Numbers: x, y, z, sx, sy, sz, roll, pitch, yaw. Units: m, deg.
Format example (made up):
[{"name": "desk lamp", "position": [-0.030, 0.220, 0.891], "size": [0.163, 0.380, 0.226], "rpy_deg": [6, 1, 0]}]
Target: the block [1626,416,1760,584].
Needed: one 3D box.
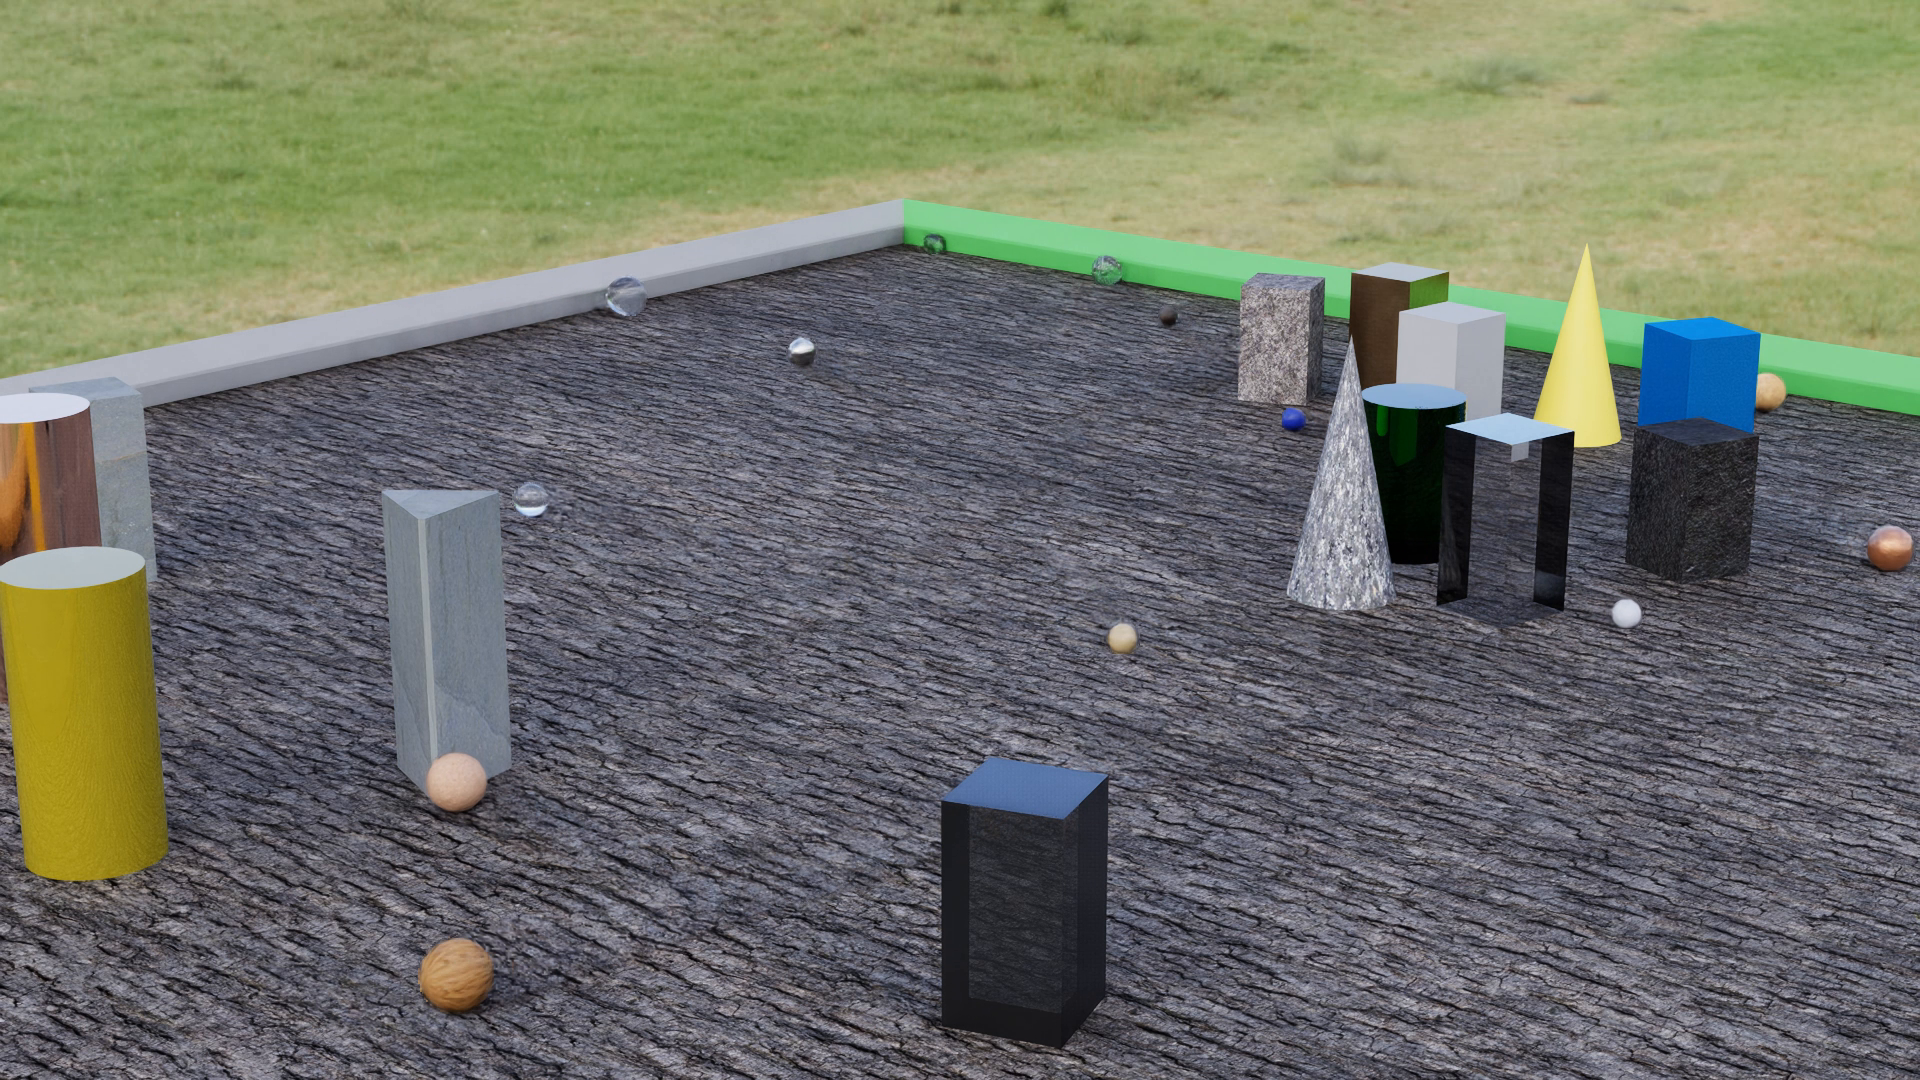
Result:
[{"name": "block", "position": [1.307, -0.072, 5.241], "size": [0.153, 0.253, 0.153], "rpy_deg": [-9, 19, -26]}]

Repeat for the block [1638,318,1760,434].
[{"name": "block", "position": [1.397, -0.226, 5.568], "size": [0.153, 0.360, 0.153], "rpy_deg": [-6, 18, -20]}]

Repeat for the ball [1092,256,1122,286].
[{"name": "ball", "position": [0.384, -0.700, 7.625], "size": [0.078, 0.078, 0.078], "rpy_deg": [0, 17, 0]}]

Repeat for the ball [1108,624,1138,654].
[{"name": "ball", "position": [0.268, 0.162, 4.820], "size": [0.050, 0.050, 0.050], "rpy_deg": [0, 17, 0]}]

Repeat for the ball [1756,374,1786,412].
[{"name": "ball", "position": [1.745, -0.319, 6.352], "size": [0.085, 0.085, 0.085], "rpy_deg": [0, 17, 0]}]

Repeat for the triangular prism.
[{"name": "triangular prism", "position": [-0.767, 0.142, 4.240], "size": [0.143, 0.423, 0.166], "rpy_deg": [10, 19, 30]}]

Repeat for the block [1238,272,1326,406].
[{"name": "block", "position": [0.710, -0.445, 6.471], "size": [0.153, 0.256, 0.153], "rpy_deg": [6, 18, 19]}]

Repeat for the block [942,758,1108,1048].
[{"name": "block", "position": [0.078, 0.432, 3.510], "size": [0.153, 0.290, 0.153], "rpy_deg": [7, 18, 22]}]

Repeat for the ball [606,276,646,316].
[{"name": "ball", "position": [-0.830, -0.607, 7.286], "size": [0.096, 0.096, 0.096], "rpy_deg": [0, 17, 0]}]

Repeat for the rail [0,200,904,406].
[{"name": "rail", "position": [-1.650, -0.383, 6.492], "size": [0.045, 0.124, 4.602], "rpy_deg": [14, 22, 39]}]

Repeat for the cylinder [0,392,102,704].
[{"name": "cylinder", "position": [-1.447, 0.014, 4.605], "size": [0.191, 0.457, 0.191], "rpy_deg": [0, 17, 0]}]

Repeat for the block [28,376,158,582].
[{"name": "block", "position": [-1.530, -0.098, 5.176], "size": [0.153, 0.341, 0.153], "rpy_deg": [-11, 20, -31]}]

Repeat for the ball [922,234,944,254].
[{"name": "ball", "position": [-0.074, -0.813, 8.035], "size": [0.056, 0.056, 0.056], "rpy_deg": [0, 17, 0]}]

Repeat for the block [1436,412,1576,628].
[{"name": "block", "position": [0.930, -0.035, 5.003], "size": [0.153, 0.321, 0.153], "rpy_deg": [-12, 21, -35]}]

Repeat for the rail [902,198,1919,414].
[{"name": "rail", "position": [1.493, -0.466, 6.767], "size": [4.417, 0.124, 0.045], "rpy_deg": [14, 22, 39]}]

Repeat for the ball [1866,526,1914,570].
[{"name": "ball", "position": [1.667, 0.015, 5.254], "size": [0.081, 0.081, 0.081], "rpy_deg": [0, 17, 0]}]

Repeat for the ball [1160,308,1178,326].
[{"name": "ball", "position": [0.510, -0.546, 7.173], "size": [0.045, 0.045, 0.045], "rpy_deg": [0, 17, 0]}]

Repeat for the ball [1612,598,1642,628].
[{"name": "ball", "position": [1.124, 0.124, 4.947], "size": [0.049, 0.049, 0.049], "rpy_deg": [0, 17, 0]}]

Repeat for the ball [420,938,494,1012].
[{"name": "ball", "position": [-0.608, 0.526, 3.546], "size": [0.089, 0.089, 0.089], "rpy_deg": [0, 17, 0]}]

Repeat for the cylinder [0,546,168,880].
[{"name": "cylinder", "position": [-1.183, 0.233, 3.961], "size": [0.191, 0.410, 0.191], "rpy_deg": [0, 17, 0]}]

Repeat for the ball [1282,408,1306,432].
[{"name": "ball", "position": [0.707, -0.253, 6.194], "size": [0.049, 0.049, 0.049], "rpy_deg": [0, 17, 0]}]

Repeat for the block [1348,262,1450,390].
[{"name": "block", "position": [0.961, -0.450, 6.441], "size": [0.153, 0.283, 0.153], "rpy_deg": [15, 22, 40]}]

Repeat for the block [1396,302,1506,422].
[{"name": "block", "position": [1.006, -0.327, 6.028], "size": [0.153, 0.287, 0.153], "rpy_deg": [-14, 22, -39]}]

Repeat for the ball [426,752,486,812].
[{"name": "ball", "position": [-0.714, 0.344, 4.157], "size": [0.085, 0.085, 0.085], "rpy_deg": [0, 17, 0]}]

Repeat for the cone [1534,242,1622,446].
[{"name": "cone", "position": [1.295, -0.418, 6.112], "size": [0.191, 0.413, 0.191], "rpy_deg": [0, 17, 0]}]

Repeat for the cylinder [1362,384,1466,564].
[{"name": "cylinder", "position": [0.820, -0.122, 5.344], "size": [0.191, 0.290, 0.191], "rpy_deg": [0, 17, 0]}]

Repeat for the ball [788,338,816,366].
[{"name": "ball", "position": [-0.366, -0.434, 6.769], "size": [0.063, 0.063, 0.063], "rpy_deg": [0, 17, 0]}]

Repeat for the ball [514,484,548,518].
[{"name": "ball", "position": [-0.817, -0.075, 5.581], "size": [0.064, 0.064, 0.064], "rpy_deg": [0, 17, 0]}]

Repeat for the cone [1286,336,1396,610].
[{"name": "cone", "position": [0.668, -0.129, 5.066], "size": [0.191, 0.464, 0.191], "rpy_deg": [0, 17, 0]}]
